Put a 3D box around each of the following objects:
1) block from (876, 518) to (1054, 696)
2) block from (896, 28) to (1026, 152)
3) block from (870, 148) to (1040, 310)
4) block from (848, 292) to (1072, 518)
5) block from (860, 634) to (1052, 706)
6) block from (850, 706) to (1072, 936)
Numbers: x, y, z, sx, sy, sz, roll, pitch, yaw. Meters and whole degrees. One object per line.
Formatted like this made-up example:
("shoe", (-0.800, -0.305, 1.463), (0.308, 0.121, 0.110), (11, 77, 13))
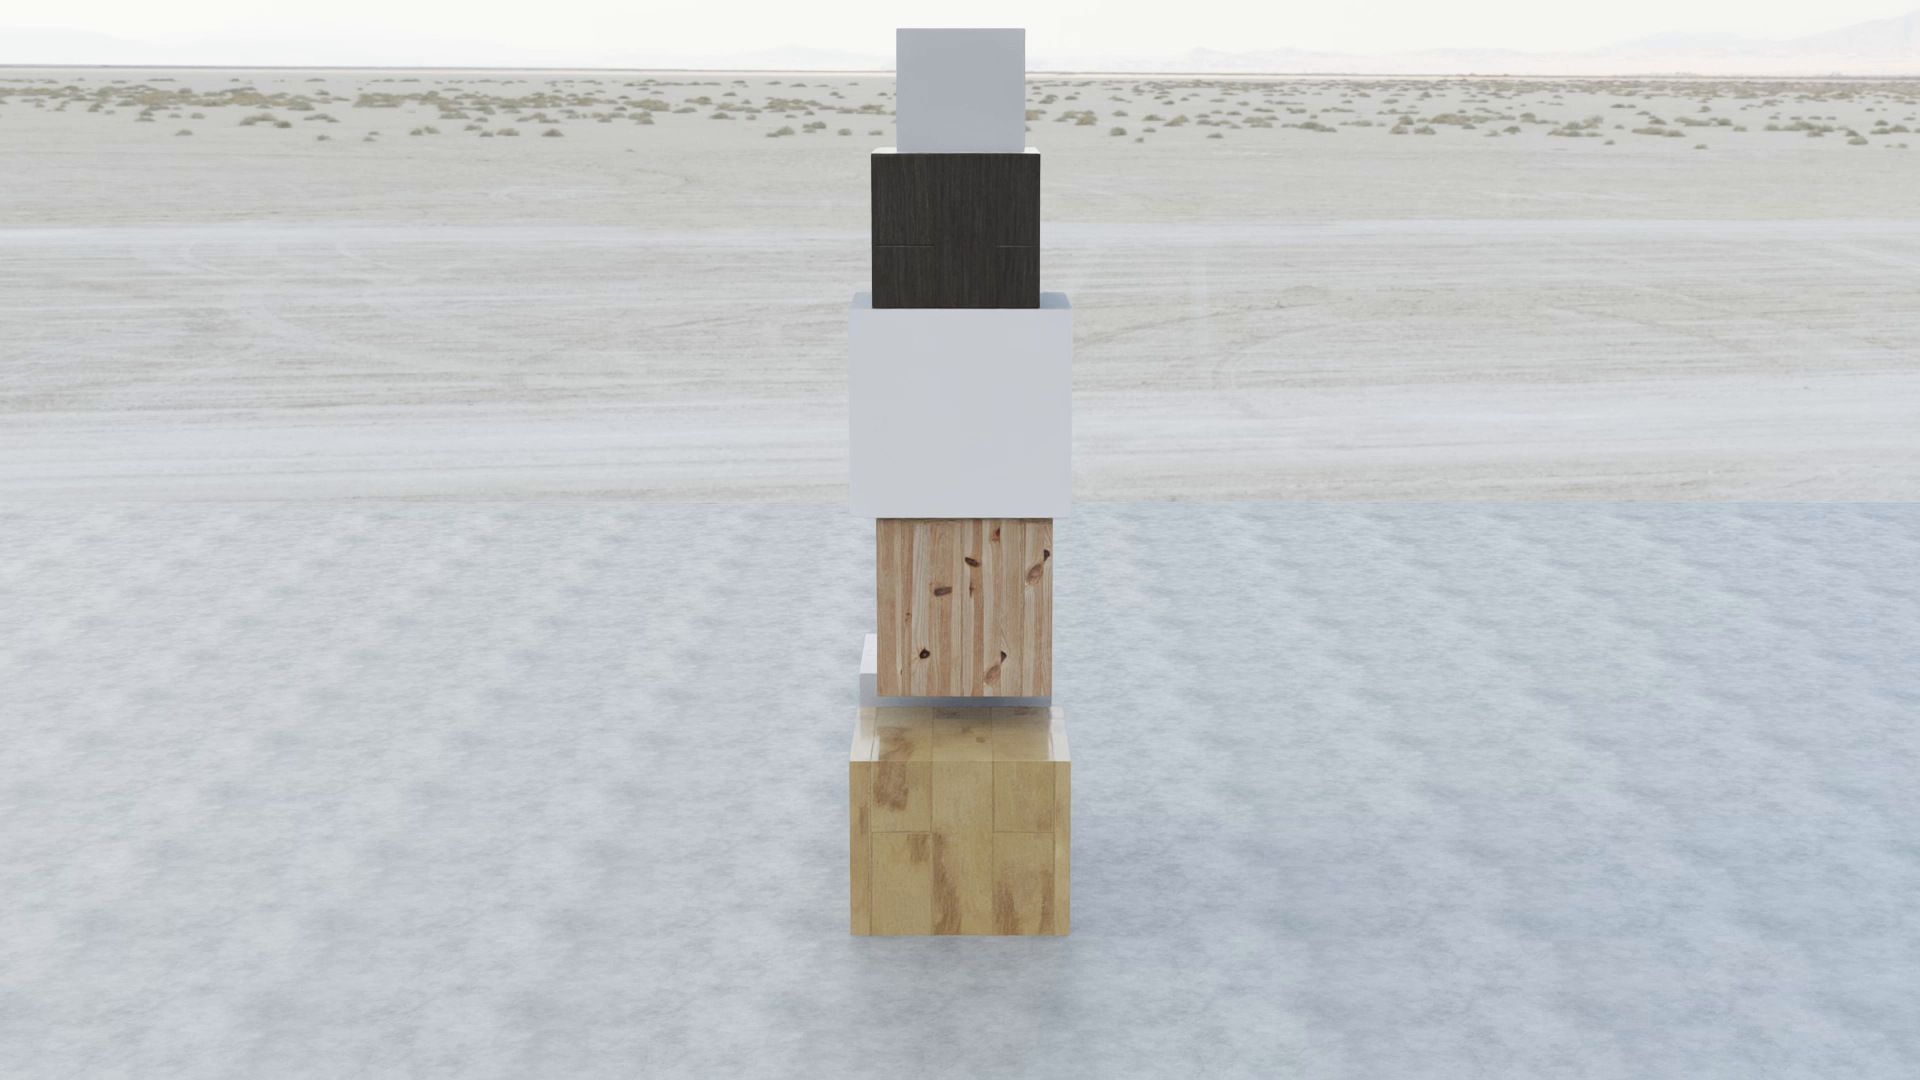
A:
("block", (0.019, 0.216, 11.219), (0.743, 0.780, 0.741), (0, 10, 0))
("block", (0.004, -1.900, 10.829), (0.531, 0.504, 0.548), (0, 10, 0))
("block", (-0.017, -1.339, 10.932), (0.693, 0.636, 0.807), (0, 10, 0))
("block", (0.002, -0.597, 11.069), (0.926, 0.874, 0.820), (0, 10, 0))
("block", (-0.019, 0.955, 11.824), (0.852, 0.891, 0.816), (0, 10, 0))
("block", (0.000, 1.185, 10.976), (0.905, 0.741, 0.916), (0, 10, 0))
